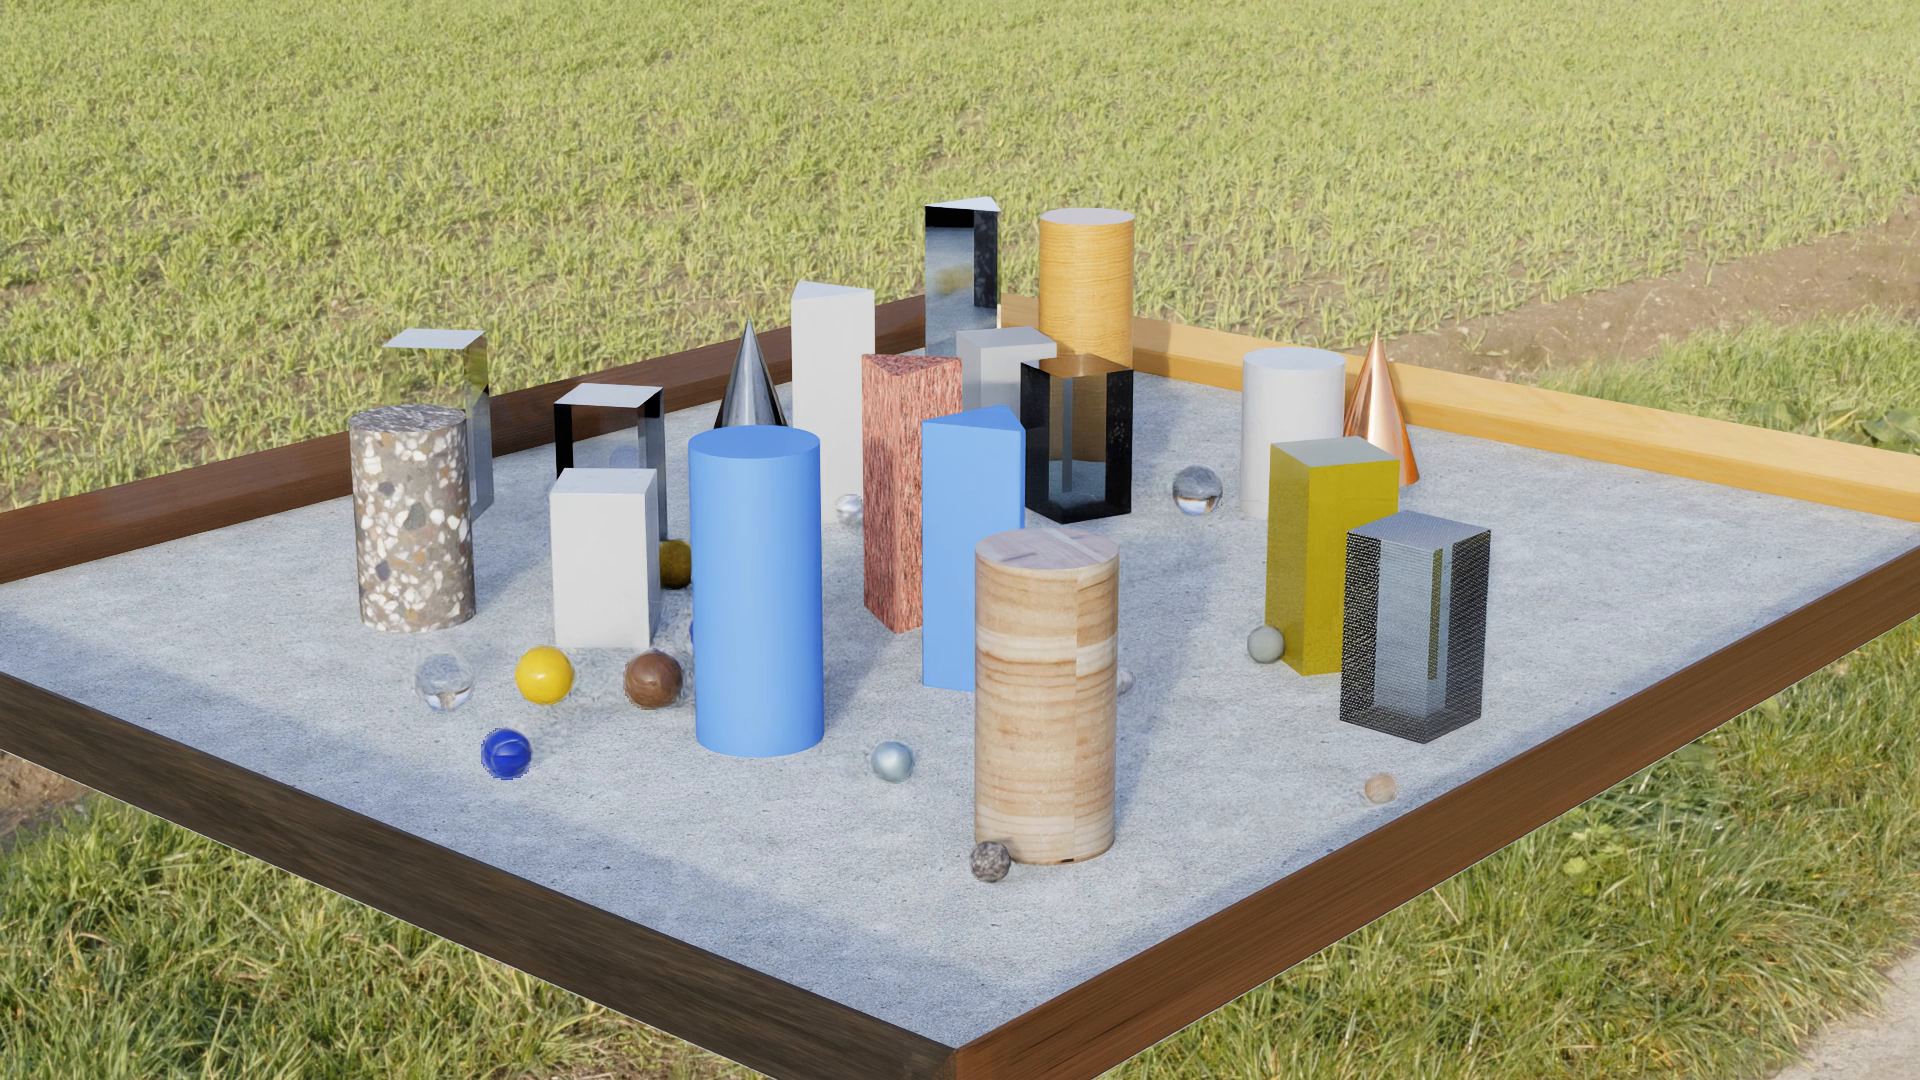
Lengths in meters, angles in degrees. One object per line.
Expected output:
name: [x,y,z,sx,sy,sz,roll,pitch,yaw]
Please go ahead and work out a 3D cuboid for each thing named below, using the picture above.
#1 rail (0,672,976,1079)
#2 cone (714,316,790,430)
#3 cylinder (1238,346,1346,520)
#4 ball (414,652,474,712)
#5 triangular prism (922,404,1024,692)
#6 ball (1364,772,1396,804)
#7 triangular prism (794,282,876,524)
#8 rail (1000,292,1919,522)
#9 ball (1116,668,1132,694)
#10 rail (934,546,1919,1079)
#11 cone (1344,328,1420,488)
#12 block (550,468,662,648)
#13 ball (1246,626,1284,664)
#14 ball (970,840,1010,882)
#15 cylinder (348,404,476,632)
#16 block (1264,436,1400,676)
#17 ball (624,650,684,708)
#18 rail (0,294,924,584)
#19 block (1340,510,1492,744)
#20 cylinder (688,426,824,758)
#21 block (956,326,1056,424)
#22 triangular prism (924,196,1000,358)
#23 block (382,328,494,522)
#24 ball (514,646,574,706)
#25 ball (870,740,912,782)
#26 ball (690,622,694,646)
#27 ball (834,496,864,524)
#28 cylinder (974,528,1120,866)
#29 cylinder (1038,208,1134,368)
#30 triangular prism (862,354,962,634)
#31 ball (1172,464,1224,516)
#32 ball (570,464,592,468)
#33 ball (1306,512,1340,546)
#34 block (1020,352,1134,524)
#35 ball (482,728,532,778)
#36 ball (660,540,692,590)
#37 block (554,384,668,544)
rail: [-0.984,0.359,4.035,2.637,0.127,0.045,14,22,39]
cone: [-0.427,-0.313,5.978,0.195,0.293,0.195,0,17,0]
cylinder: [0.636,-0.204,5.613,0.195,0.295,0.195,0,17,0]
ball: [-0.803,0.221,4.558,0.091,0.091,0.091,0,17,0]
triangular prism: [0.045,0.013,4.654,0.169,0.435,0.146,6,18,20]
ball: [0.602,0.355,4.195,0.044,0.044,0.044,0,17,0]
triangular prism: [-0.268,-0.263,5.561,0.169,0.438,0.146,-9,19,-27]
rail: [0.984,-0.296,6.205,2.637,0.127,0.045,14,22,39]
ball: [0.252,0.223,4.639,0.040,0.040,0.040,0,17,0]
rail: [0.978,0.277,4.307,0.045,0.127,3.050,14,22,39]
cone: [0.823,-0.274,5.833,0.195,0.303,0.195,0,17,0]
block: [-0.589,0.029,4.891,0.156,0.265,0.156,0,17,2]
ball: [0.497,0.170,4.777,0.062,0.062,0.062,0,17,0]
ball: [0.041,0.430,3.928,0.054,0.054,0.054,0,17,0]
cylinder: [-0.928,-0.038,4.975,0.195,0.347,0.195,0,17,0]
block: [0.602,0.024,4.764,0.156,0.349,0.156,-5,18,-17]
ball: [-0.477,0.217,4.570,0.091,0.091,0.091,0,17,0]
rail: [-0.978,-0.213,5.933,0.045,0.127,3.050,14,22,39]
block: [0.696,0.131,4.486,0.156,0.305,0.156,15,22,40]
cylinder: [-0.304,0.076,4.398,0.195,0.462,0.195,0,17,0]
block: [0.091,-0.263,5.820,0.156,0.288,0.156,-5,18,-17]
triangular prism: [0.032,-0.472,6.175,0.169,0.483,0.146,7,18,22]
block: [-0.992,-0.217,5.581,0.156,0.339,0.156,2,17,7]
ball: [-0.649,0.212,4.584,0.093,0.093,0.093,0,17,0]
ball: [-0.100,0.323,4.275,0.060,0.060,0.060,0,17,0]
ball: [-0.396,0.150,4.792,0.092,0.092,0.092,0,17,0]
ball: [-0.209,-0.057,5.533,0.055,0.055,0.055,0,17,0]
cylinder: [0.117,0.213,4.014,0.195,0.421,0.195,0,17,0]
cylinder: [0.259,-0.431,6.049,0.195,0.478,0.195,0,17,0]
triangular prism: [-0.108,-0.087,4.969,0.146,0.444,0.169,14,21,38]
ball: [0.453,-0.094,5.592,0.097,0.097,0.097,0,17,0]
ball: [-0.741,-0.119,5.736,0.062,0.062,0.062,0,17,0]
ball: [0.670,-0.020,5.407,0.062,0.062,0.062,0,17,0]
block: [0.222,-0.195,5.605,0.156,0.283,0.156,-9,19,-28]
ball: [-0.663,0.311,4.291,0.072,0.072,0.072,0,17,0]
ball: [-0.500,0.043,5.156,0.087,0.087,0.087,0,17,0]
block: [-0.634,-0.121,5.341,0.156,0.294,0.156,3,17,11]
